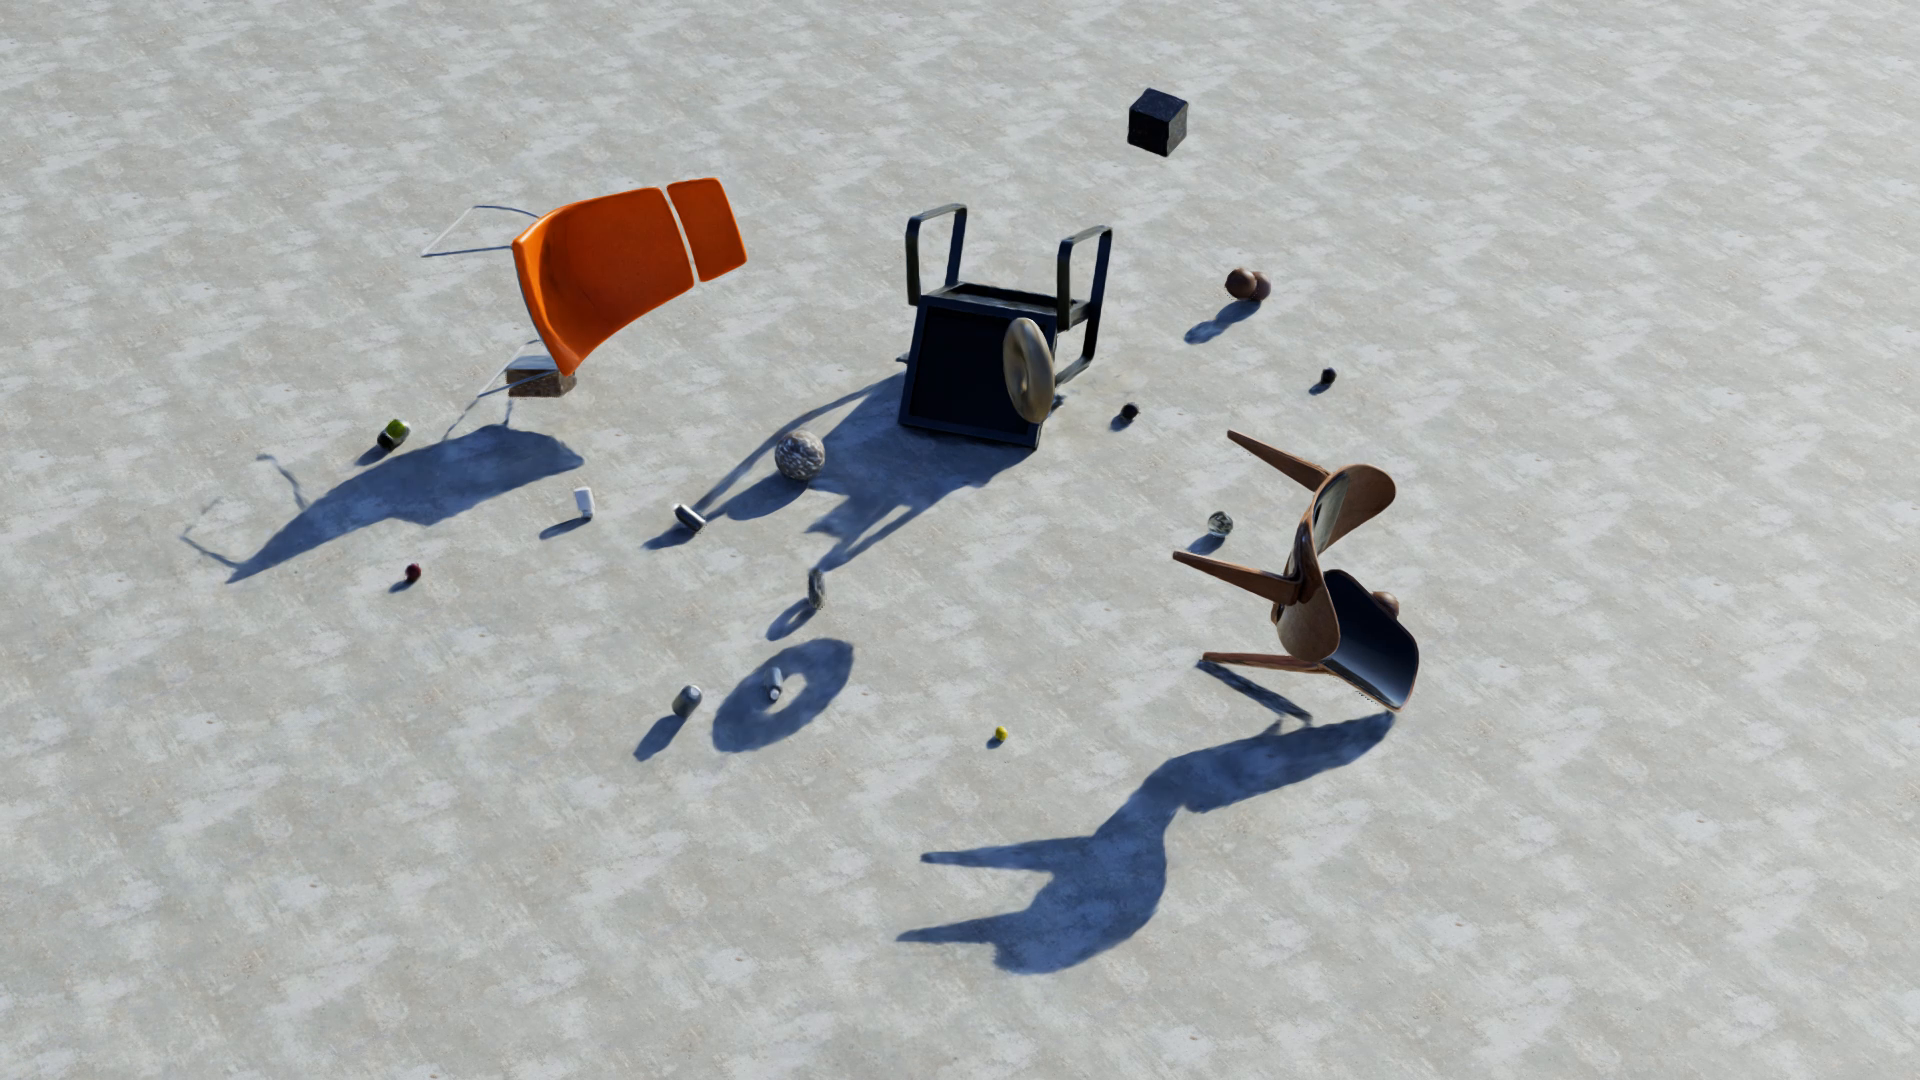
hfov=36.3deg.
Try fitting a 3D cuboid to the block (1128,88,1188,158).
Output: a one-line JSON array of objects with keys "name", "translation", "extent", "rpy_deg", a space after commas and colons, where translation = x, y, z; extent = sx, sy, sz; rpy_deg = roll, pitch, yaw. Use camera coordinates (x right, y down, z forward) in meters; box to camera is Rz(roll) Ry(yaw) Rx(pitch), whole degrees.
[{"name": "block", "translation": [0.792, -1.672, 11.739], "extent": [0.180, 0.175, 0.160], "rpy_deg": [23, 50, 22]}]

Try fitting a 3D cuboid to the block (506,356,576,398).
[{"name": "block", "translation": [-1.656, -0.646, 11.596], "extent": [0.224, 0.119, 0.150], "rpy_deg": [1, 24, 16]}]

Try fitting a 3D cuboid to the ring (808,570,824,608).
[{"name": "ring", "translation": [-0.519, 0.175, 10.560], "extent": [0.044, 0.132, 0.184], "rpy_deg": [-3, 17, 5]}]

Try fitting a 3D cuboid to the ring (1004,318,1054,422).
[{"name": "ring", "translation": [0.246, -0.614, 10.591], "extent": [0.092, 0.374, 0.429], "rpy_deg": [-7, 29, -15]}]

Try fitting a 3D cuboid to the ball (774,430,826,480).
[{"name": "ball", "translation": [-0.615, -0.325, 11.259], "extent": [0.196, 0.196, 0.196], "rpy_deg": [0, 33, 0]}]

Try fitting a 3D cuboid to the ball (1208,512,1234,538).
[{"name": "ball", "translation": [0.973, -0.059, 10.946], "extent": [0.098, 0.098, 0.098], "rpy_deg": [0, 33, 0]}]
